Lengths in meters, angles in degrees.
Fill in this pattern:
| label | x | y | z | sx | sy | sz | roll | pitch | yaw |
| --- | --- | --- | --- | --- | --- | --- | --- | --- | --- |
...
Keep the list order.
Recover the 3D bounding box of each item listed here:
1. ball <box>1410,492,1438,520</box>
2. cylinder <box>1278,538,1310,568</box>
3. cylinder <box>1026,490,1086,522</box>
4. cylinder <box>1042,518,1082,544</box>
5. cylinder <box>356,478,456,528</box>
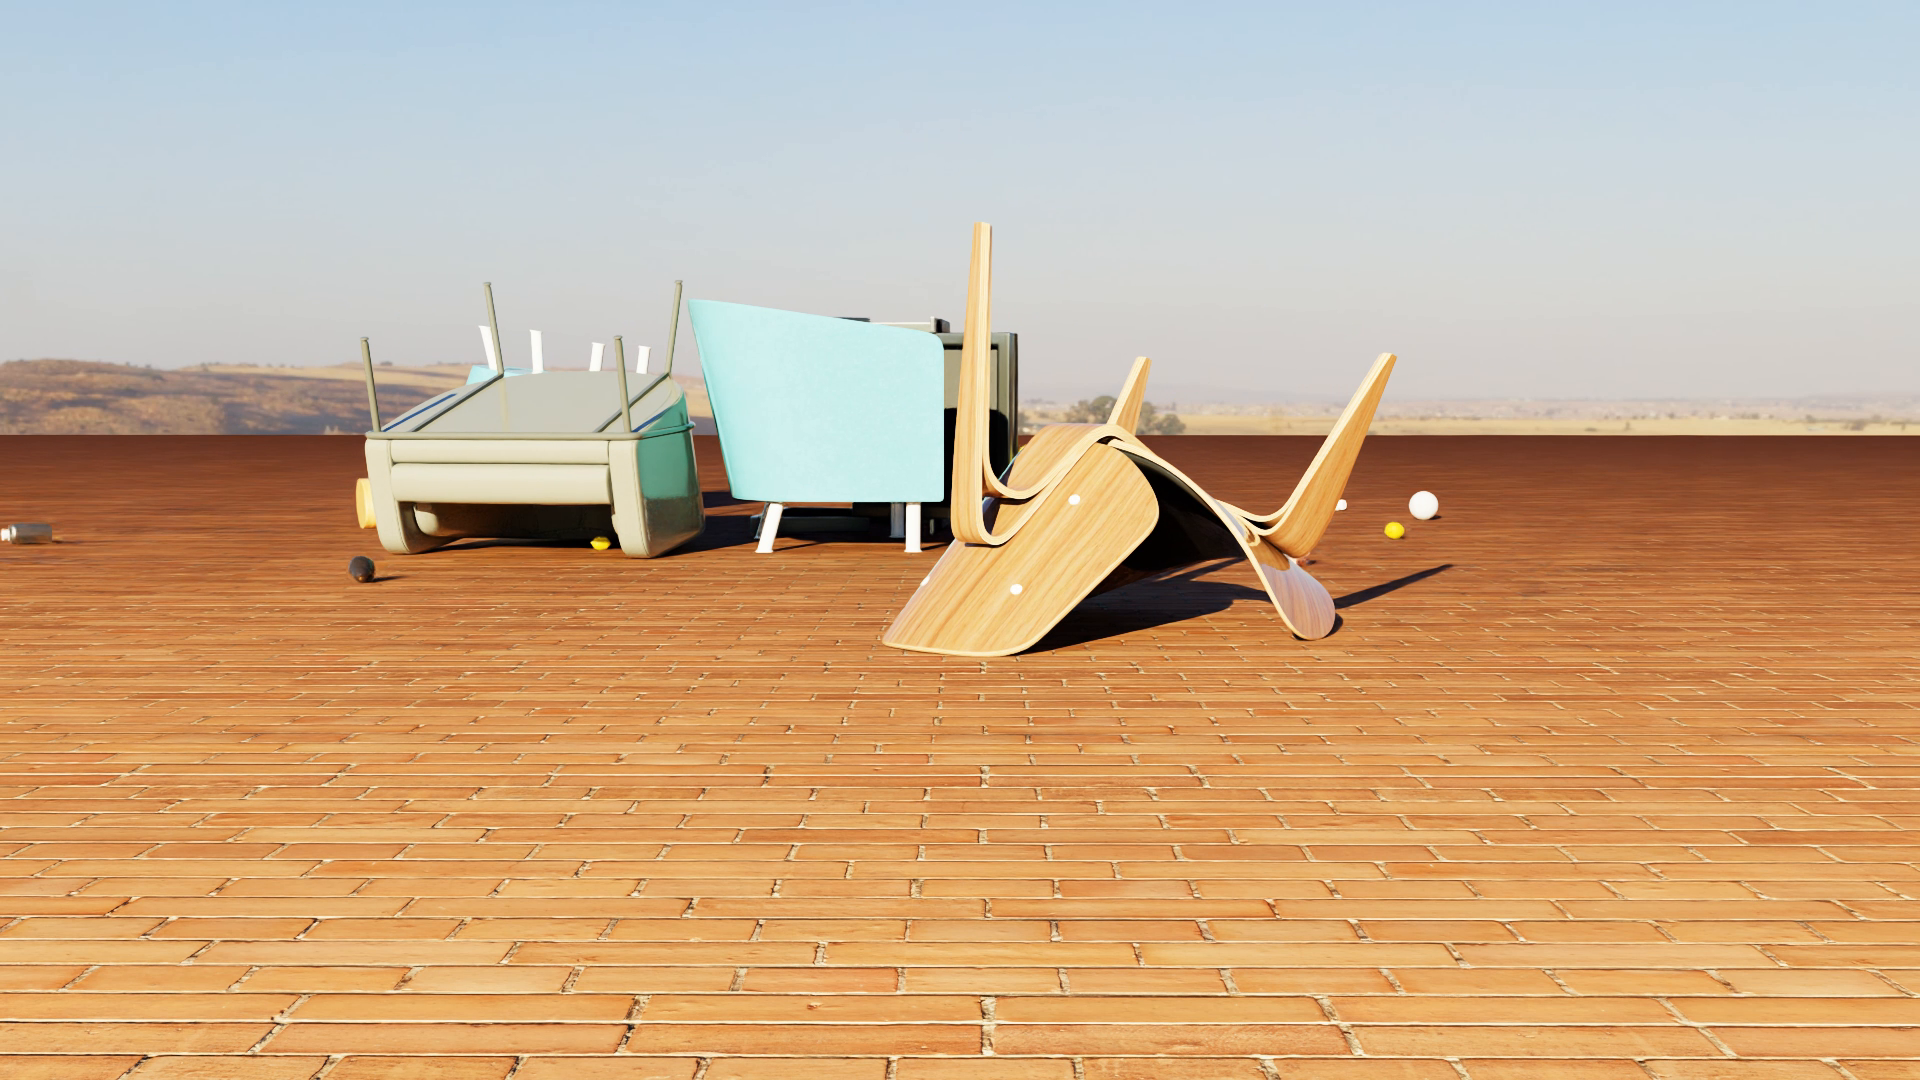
| label | x | y | z | sx | sy | sz | roll | pitch | yaw |
| --- | --- | --- | --- | --- | --- | --- | --- | --- | --- |
| ball | 1.591 | -0.118 | 7.546 | 0.099 | 0.099 | 0.099 | 0 | 4 | 0 |
| cylinder | 0.844 | 0.034 | 5.562 | 0.051 | 0.068 | 0.077 | -7 | 4 | 37 |
| cylinder | 0.318 | -0.107 | 7.270 | 0.116 | 0.113 | 0.256 | 31 | -6 | -17 |
| cylinder | 0.297 | -0.026 | 6.407 | 0.073 | 0.070 | 0.096 | -2 | -2 | 39 |
| cylinder | -1.803 | -0.122 | 7.161 | 0.290 | 0.173 | 0.133 | -2 | -34 | -26 |
